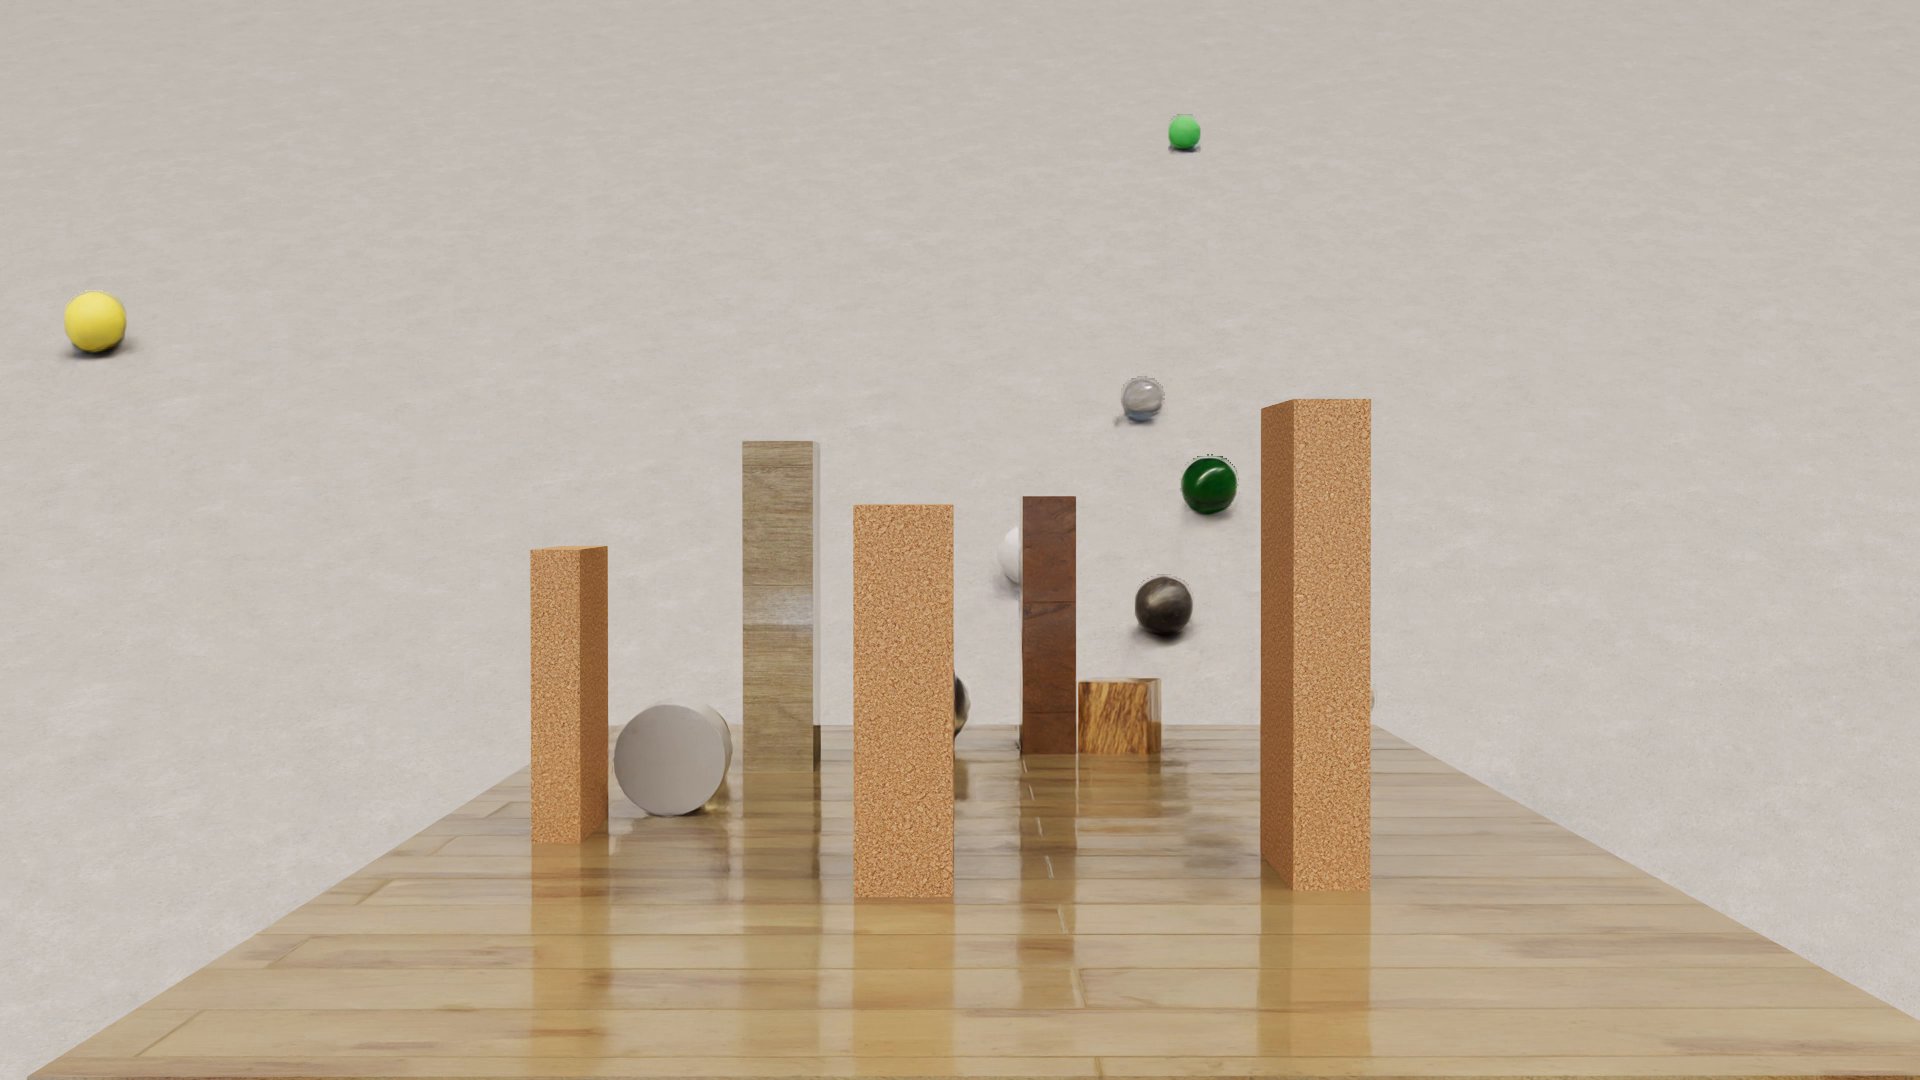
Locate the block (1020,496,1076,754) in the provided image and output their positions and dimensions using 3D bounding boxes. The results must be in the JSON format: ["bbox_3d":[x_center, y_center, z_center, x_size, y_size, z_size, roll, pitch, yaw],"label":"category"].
[{"bbox_3d":[0.201,0.190,5.961,0.121,0.583,0.275,0,1,0],"label":"block"}]

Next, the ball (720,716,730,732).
[{"bbox_3d":[-0.556,0.426,5.553,0.127,0.127,0.127,0,27,0],"label":"ball"}]

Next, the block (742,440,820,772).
[{"bbox_3d":[-0.386,0.138,5.617,0.149,0.700,0.310,0,1,0],"label":"block"}]

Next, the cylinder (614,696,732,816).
[{"bbox_3d":[-0.532,0.400,4.808,0.204,0.204,0.204,-1,1,-2],"label":"cylinder"}]

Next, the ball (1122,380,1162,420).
[{"bbox_3d":[0.595,-0.458,8.443,0.137,0.137,0.137,0,27,0],"label":"ball"}]

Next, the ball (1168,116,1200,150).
[{"bbox_3d":[0.945,-1.717,10.888,0.138,0.138,0.138,0,27,0],"label":"ball"}]

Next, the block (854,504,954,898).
[{"bbox_3d":[-0.082,0.230,3.960,0.145,0.570,0.426,0,1,0],"label":"block"}]

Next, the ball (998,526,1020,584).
[{"bbox_3d":[0.198,0.042,7.425,0.178,0.178,0.178,0,27,0],"label":"ball"}]

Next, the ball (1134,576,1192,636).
[{"bbox_3d":[0.564,0.184,7.165,0.164,0.164,0.164,0,27,0],"label":"ball"}]

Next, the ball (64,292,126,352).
[{"bbox_3d":[-2.995,-0.754,8.941,0.206,0.206,0.206,0,27,0],"label":"ball"}]

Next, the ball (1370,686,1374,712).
[{"bbox_3d":[0.974,0.400,6.521,0.143,0.143,0.143,0,27,0],"label":"ball"}]

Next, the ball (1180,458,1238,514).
[{"bbox_3d":[0.756,-0.165,7.834,0.173,0.173,0.173,0,27,0],"label":"ball"}]

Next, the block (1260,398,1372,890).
[{"bbox_3d":[0.548,0.152,4.007,0.114,0.725,0.411,0,1,0],"label":"block"}]

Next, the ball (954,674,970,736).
[{"bbox_3d":[-0.072,0.385,6.032,0.190,0.190,0.190,0,27,0],"label":"ball"}]

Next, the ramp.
[{"bbox_3d":[0.062,0.555,4.592,2.000,0.100,4.000,0,1,0],"label":"ramp"}]

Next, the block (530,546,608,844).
[{"bbox_3d":[-0.679,0.260,4.506,0.083,0.493,0.350,0,1,0],"label":"block"}]

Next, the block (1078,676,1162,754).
[{"bbox_3d":[0.368,0.401,5.930,0.161,0.161,0.161,0,1,16],"label":"block"}]
